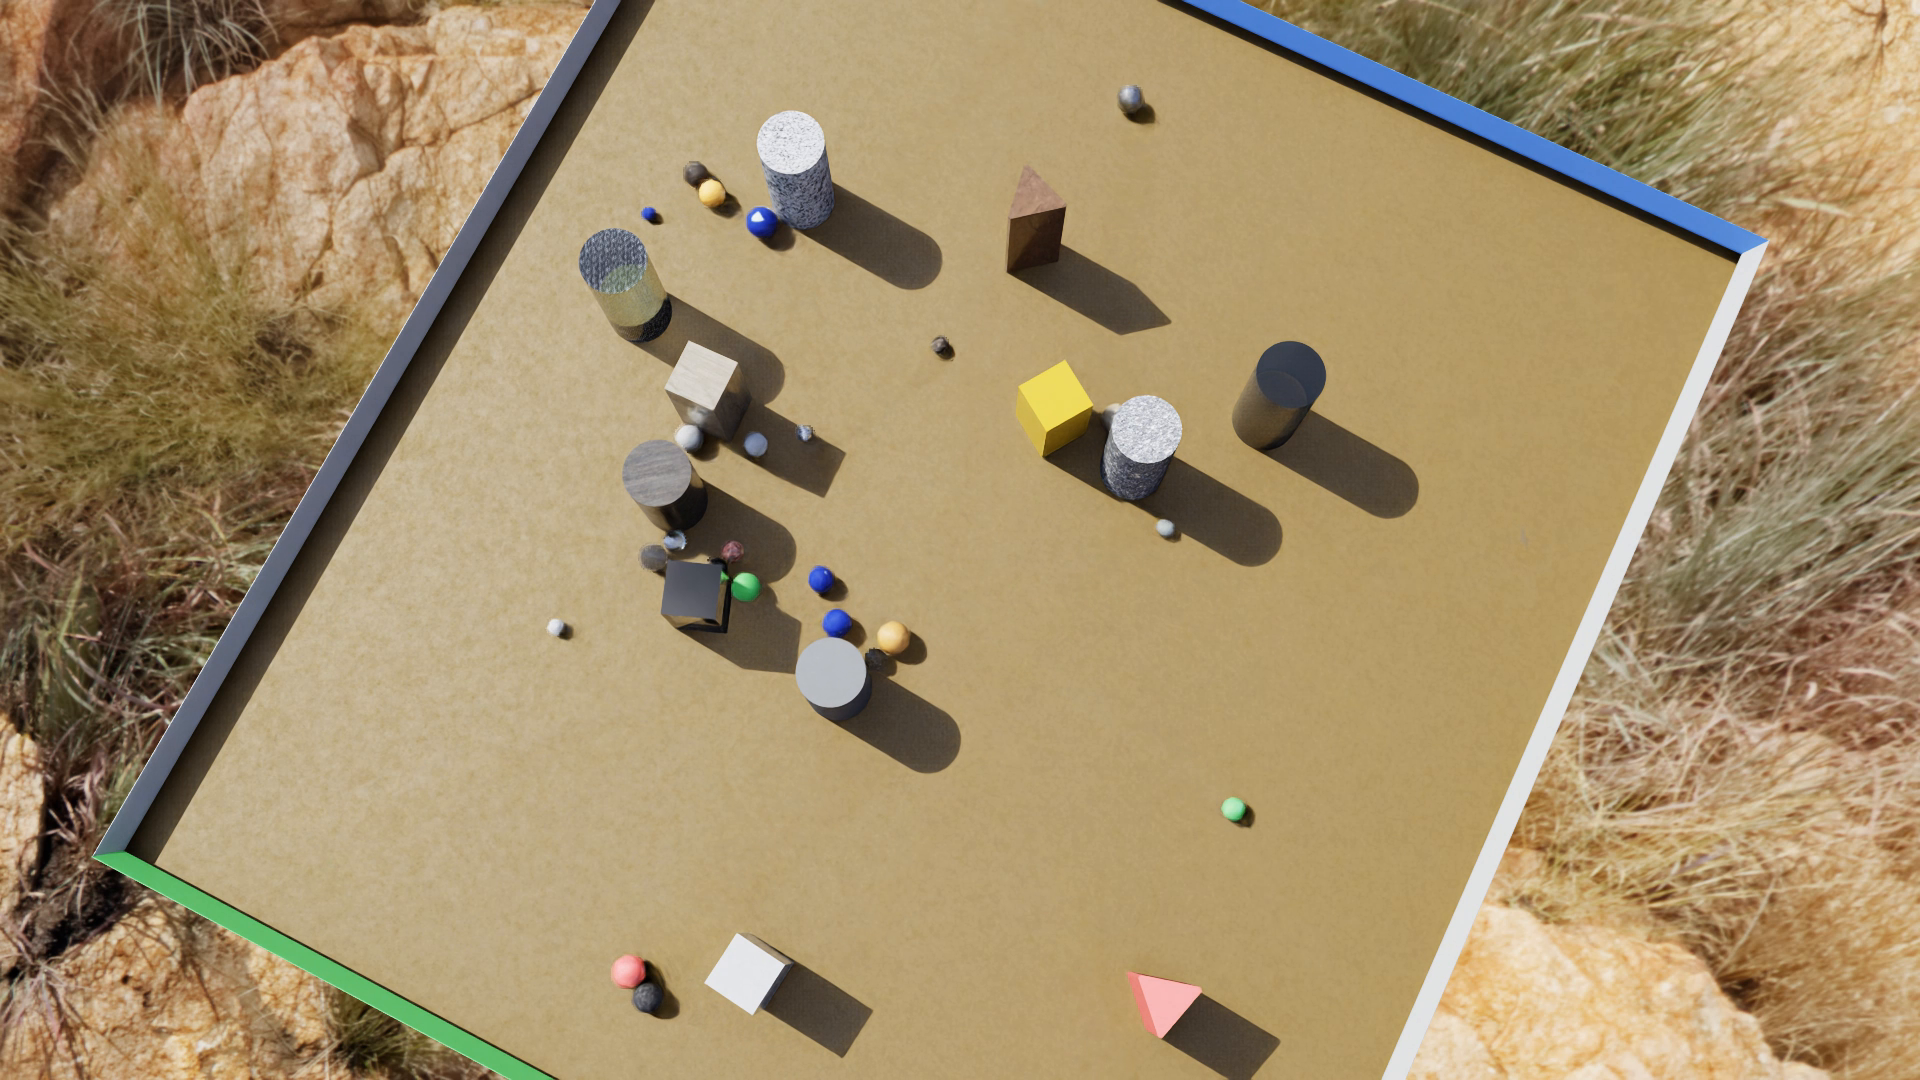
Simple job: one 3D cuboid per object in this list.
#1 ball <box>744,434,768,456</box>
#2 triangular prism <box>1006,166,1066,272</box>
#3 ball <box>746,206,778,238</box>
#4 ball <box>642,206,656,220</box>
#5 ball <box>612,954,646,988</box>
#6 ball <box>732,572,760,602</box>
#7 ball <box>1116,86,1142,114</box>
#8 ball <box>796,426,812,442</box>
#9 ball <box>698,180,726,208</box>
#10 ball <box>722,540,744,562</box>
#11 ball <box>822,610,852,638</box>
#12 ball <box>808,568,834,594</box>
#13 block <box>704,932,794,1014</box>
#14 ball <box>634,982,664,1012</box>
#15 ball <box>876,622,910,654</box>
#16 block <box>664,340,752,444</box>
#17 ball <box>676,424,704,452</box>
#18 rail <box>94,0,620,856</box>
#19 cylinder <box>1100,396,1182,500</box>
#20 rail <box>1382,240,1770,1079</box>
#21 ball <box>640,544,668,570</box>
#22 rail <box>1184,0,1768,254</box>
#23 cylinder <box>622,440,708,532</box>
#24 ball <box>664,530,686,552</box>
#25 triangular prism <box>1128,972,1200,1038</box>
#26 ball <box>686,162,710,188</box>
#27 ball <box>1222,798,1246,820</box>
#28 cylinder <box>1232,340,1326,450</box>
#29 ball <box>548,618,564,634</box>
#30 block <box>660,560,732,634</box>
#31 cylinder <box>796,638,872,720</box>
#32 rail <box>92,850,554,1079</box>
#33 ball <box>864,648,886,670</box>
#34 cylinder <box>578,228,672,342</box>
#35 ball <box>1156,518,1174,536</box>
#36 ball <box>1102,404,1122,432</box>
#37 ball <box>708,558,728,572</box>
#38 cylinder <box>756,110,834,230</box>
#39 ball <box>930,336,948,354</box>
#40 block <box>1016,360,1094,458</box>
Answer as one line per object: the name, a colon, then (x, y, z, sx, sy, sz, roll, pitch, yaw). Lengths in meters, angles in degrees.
ball: (-0.629, -0.292, 5.640, 0.072, 0.072, 0.072, 0, 78, 0)
triangular prism: (0.211, -0.985, 5.589, 0.173, 0.454, 0.150, -13, 79, -3)
ball: (-0.622, -0.999, 5.773, 0.099, 0.099, 0.099, 0, 78, 0)
ball: (-0.985, -1.036, 5.809, 0.043, 0.043, 0.043, 0, 78, 0)
ball: (-0.957, 1.250, 5.309, 0.096, 0.096, 0.096, 0, 78, 0)
ball: (-0.646, 0.143, 5.542, 0.088, 0.088, 0.088, 0, 78, 0)
ball: (0.544, -1.407, 5.866, 0.083, 0.083, 0.083, 0, 78, 0)
ball: (-0.482, -0.327, 5.661, 0.046, 0.046, 0.046, 0, 78, 0)
ball: (-0.784, -1.096, 5.800, 0.085, 0.085, 0.085, 0, 78, 0)
ball: (-0.691, 0.036, 5.575, 0.068, 0.068, 0.068, 0, 78, 0)
ball: (-0.372, 0.252, 5.520, 0.087, 0.087, 0.087, 0, 78, 0)
ball: (-0.421, 0.122, 5.551, 0.079, 0.079, 0.079, 0, 78, 0)
block: (-0.595, 1.229, 5.209, 0.160, 0.299, 0.160, 32, 80, 6)
ball: (-0.901, 1.323, 5.299, 0.086, 0.086, 0.086, 0, 78, 0)
ball: (-0.200, 0.294, 5.505, 0.100, 0.100, 0.100, 0, 78, 0)
block: (-0.753, -0.440, 5.514, 0.160, 0.380, 0.160, 24, 79, 5)
ball: (-0.831, -0.313, 5.639, 0.084, 0.084, 0.084, 0, 78, 0)
rail: (-1.609, -0.781, 5.711, 0.045, 0.130, 3.928, 26, 80, 5)
cylinder: (0.532, -0.269, 5.437, 0.200, 0.461, 0.200, 0, 78, 0)
rail: (1.609, 0.795, 5.385, 0.045, 0.130, 3.928, 26, 80, 5)
ball: (-0.930, 0.053, 5.564, 0.081, 0.081, 0.081, 0, 78, 0)
rail: (0.868, -1.693, 5.900, 3.646, 0.130, 0.045, 26, 80, 5)
cylinder: (-0.876, -0.158, 5.468, 0.200, 0.355, 0.200, 0, 78, 0)
ball: (-0.869, 0.005, 5.582, 0.066, 0.066, 0.066, 0, 78, 0)
triangular prism: (0.546, 1.277, 5.175, 0.150, 0.347, 0.173, 41, 81, 8)
ball: (-0.834, -1.158, 5.817, 0.077, 0.077, 0.077, 0, 78, 0)
ball: (0.809, 0.795, 5.417, 0.069, 0.069, 0.069, 0, 78, 0)
cylinder: (0.945, -0.424, 5.461, 0.200, 0.477, 0.200, 0, 78, 0)
ball: (-1.219, 0.262, 5.537, 0.049, 0.049, 0.049, 0, 78, 0)
block: (-0.778, 0.171, 5.443, 0.160, 0.271, 0.160, 6, 78, 1)
cylinder: (-0.366, 0.409, 5.355, 0.200, 0.347, 0.200, 0, 78, 0)
rail: (-0.868, 1.706, 5.196, 3.646, 0.130, 0.045, 26, 80, 5)
ball: (-0.254, 0.358, 5.509, 0.066, 0.066, 0.066, 0, 78, 0)
cylinder: (-1.006, -0.763, 5.539, 0.200, 0.462, 0.200, 0, 78, 0)
ball: (0.626, -0.038, 5.597, 0.055, 0.055, 0.055, 0, 78, 0)
ball: (0.483, -0.375, 5.647, 0.093, 0.093, 0.093, 0, 78, 0)
ball: (-0.737, 0.086, 5.566, 0.063, 0.063, 0.063, 0, 78, 0)
cylinder: (-0.499, -1.129, 5.624, 0.200, 0.443, 0.200, 0, 78, 0)
ball: (-0.065, -0.607, 5.716, 0.052, 0.052, 0.052, 0, 78, 0)
block: (0.282, -0.392, 5.536, 0.160, 0.316, 0.160, -30, 80, -6)
